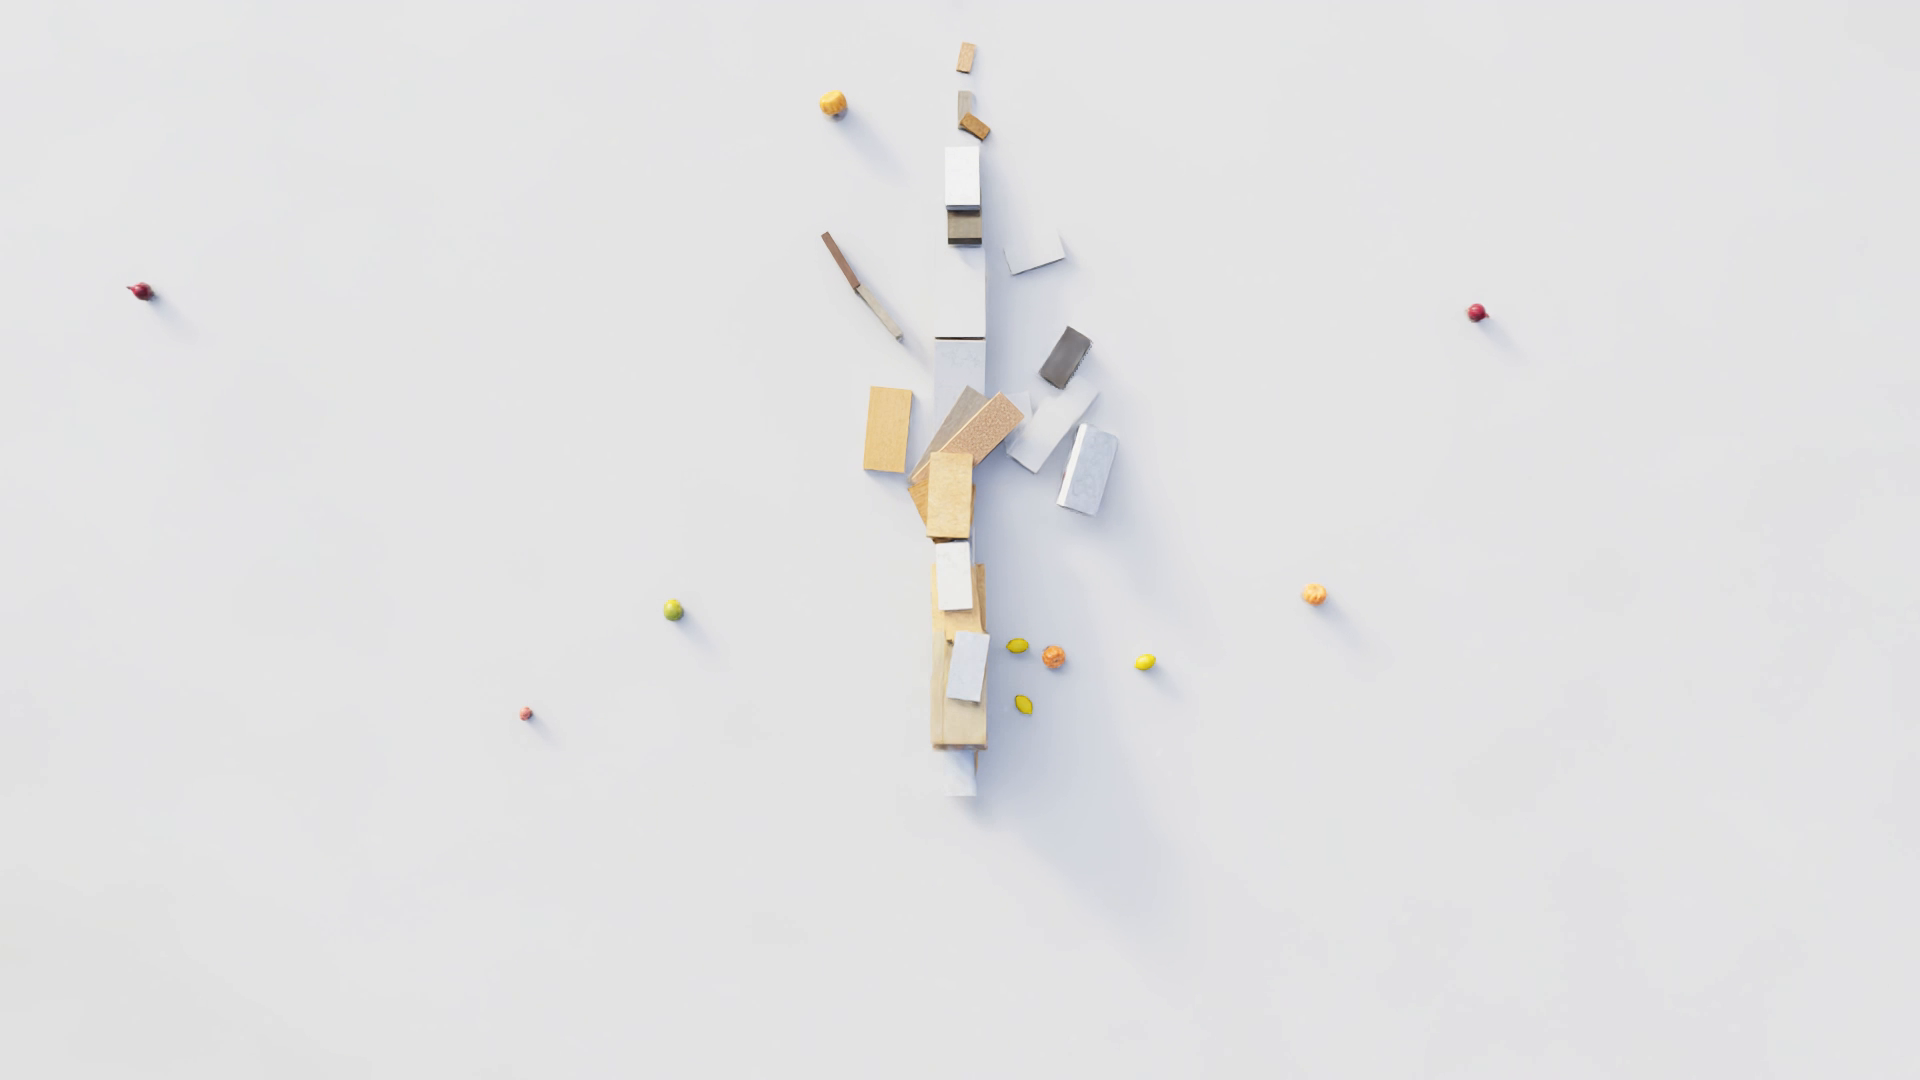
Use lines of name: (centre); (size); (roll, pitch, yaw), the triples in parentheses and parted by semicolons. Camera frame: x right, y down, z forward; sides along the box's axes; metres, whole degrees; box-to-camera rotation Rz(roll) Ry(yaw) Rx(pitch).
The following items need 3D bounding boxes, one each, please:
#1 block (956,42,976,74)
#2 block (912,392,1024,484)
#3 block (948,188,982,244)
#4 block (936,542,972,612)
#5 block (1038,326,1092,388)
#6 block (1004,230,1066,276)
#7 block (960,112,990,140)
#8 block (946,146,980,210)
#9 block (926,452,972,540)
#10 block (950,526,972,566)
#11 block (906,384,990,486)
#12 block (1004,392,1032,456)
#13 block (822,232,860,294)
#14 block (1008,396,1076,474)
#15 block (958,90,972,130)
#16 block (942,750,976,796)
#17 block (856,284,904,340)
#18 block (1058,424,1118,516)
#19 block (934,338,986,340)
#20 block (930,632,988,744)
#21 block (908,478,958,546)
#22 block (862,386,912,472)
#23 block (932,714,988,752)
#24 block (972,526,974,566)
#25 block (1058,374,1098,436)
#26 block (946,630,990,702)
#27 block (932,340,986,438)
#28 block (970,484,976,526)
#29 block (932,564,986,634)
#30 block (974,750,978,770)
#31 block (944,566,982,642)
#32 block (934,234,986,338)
block: (0.020, -1.608, 5.493); (0.047, 0.013, 0.095); (12, 90, 0)
block: (0.026, -0.303, 5.408); (0.407, 0.033, 0.116); (-44, 99, 10)
block: (0.015, -1.067, 5.426); (0.112, 0.032, 0.224); (0, 57, 0)
block: (-0.020, 0.119, 5.311); (0.108, 0.031, 0.217); (-2, 76, -3)
block: (0.350, -0.608, 5.483); (0.094, 0.027, 0.187); (32, 90, 5)
block: (0.247, -0.955, 5.487); (0.187, 0.027, 0.094); (-18, 90, 0)
block: (0.050, -1.376, 5.482); (0.095, 0.013, 0.047); (35, 83, -10)
block: (0.007, -1.194, 5.444); (0.112, 0.032, 0.224); (0, 69, 0)
block: (-0.034, -0.143, 5.354); (0.137, 0.039, 0.275); (3, 81, -2)
block: (-0.009, 0.055, 5.391); (0.102, 0.029, 0.203); (0, 80, -1)
block: (-0.030, -0.322, 5.437); (0.112, 0.032, 0.377); (32, 102, -7)
block: (0.193, -0.385, 5.486); (0.102, 0.029, 0.204); (-9, 90, 0)
block: (-0.391, -0.917, 5.449); (0.029, 0.102, 0.204); (-32, 90, 0)
block: (0.271, -0.347, 5.455); (0.116, 0.033, 0.231); (36, 89, -1)
block: (0.016, -1.433, 5.493); (0.047, 0.013, 0.125); (0, 90, 0)
block: (-0.003, 0.740, 5.453); (0.106, 0.030, 0.211); (-1, 90, 2)
block: (-0.264, -0.753, 5.449); (0.029, 0.102, 0.204); (-39, 90, 0)
block: (0.423, -0.229, 5.444); (0.137, 0.039, 0.274); (17, 88, -31)
block: (0.000, -0.701, 5.476); (0.169, 0.048, 0.338); (1, 90, 0)
block: (-0.004, 0.479, 5.335); (0.179, 0.051, 0.357); (1, 88, -1)
block: (-0.075, -0.093, 5.381); (0.108, 0.031, 0.217); (-25, 84, -5)
block: (-0.241, -0.367, 5.481); (0.137, 0.039, 0.275); (6, 90, 0)
block: (-0.002, 0.511, 5.422); (0.179, 0.051, 0.357); (-1, 77, -1)
block: (-0.003, 0.055, 5.442); (0.102, 0.029, 0.203); (1, 68, -1)
block: (0.370, -0.447, 5.487); (0.094, 0.027, 0.187); (36, 90, 0)
block: (0.025, 0.401, 5.276); (0.108, 0.031, 0.217); (8, 98, -4)
block: (-0.003, -0.489, 5.438); (0.169, 0.048, 0.337); (1, 103, 0)
block: (-0.006, -0.085, 5.457); (0.102, 0.029, 0.203); (5, 73, 0)
block: (-0.004, 0.259, 5.430); (0.179, 0.051, 0.357); (0, 76, -1)
block: (0.006, 0.660, 5.485); (0.106, 0.030, 0.212); (-1, 90, 0)
block: (0.001, 0.206, 5.324); (0.116, 0.033, 0.231); (-5, 76, -3)
block: (-0.002, -0.834, 5.428); (0.169, 0.048, 0.337); (-1, 90, 0)
